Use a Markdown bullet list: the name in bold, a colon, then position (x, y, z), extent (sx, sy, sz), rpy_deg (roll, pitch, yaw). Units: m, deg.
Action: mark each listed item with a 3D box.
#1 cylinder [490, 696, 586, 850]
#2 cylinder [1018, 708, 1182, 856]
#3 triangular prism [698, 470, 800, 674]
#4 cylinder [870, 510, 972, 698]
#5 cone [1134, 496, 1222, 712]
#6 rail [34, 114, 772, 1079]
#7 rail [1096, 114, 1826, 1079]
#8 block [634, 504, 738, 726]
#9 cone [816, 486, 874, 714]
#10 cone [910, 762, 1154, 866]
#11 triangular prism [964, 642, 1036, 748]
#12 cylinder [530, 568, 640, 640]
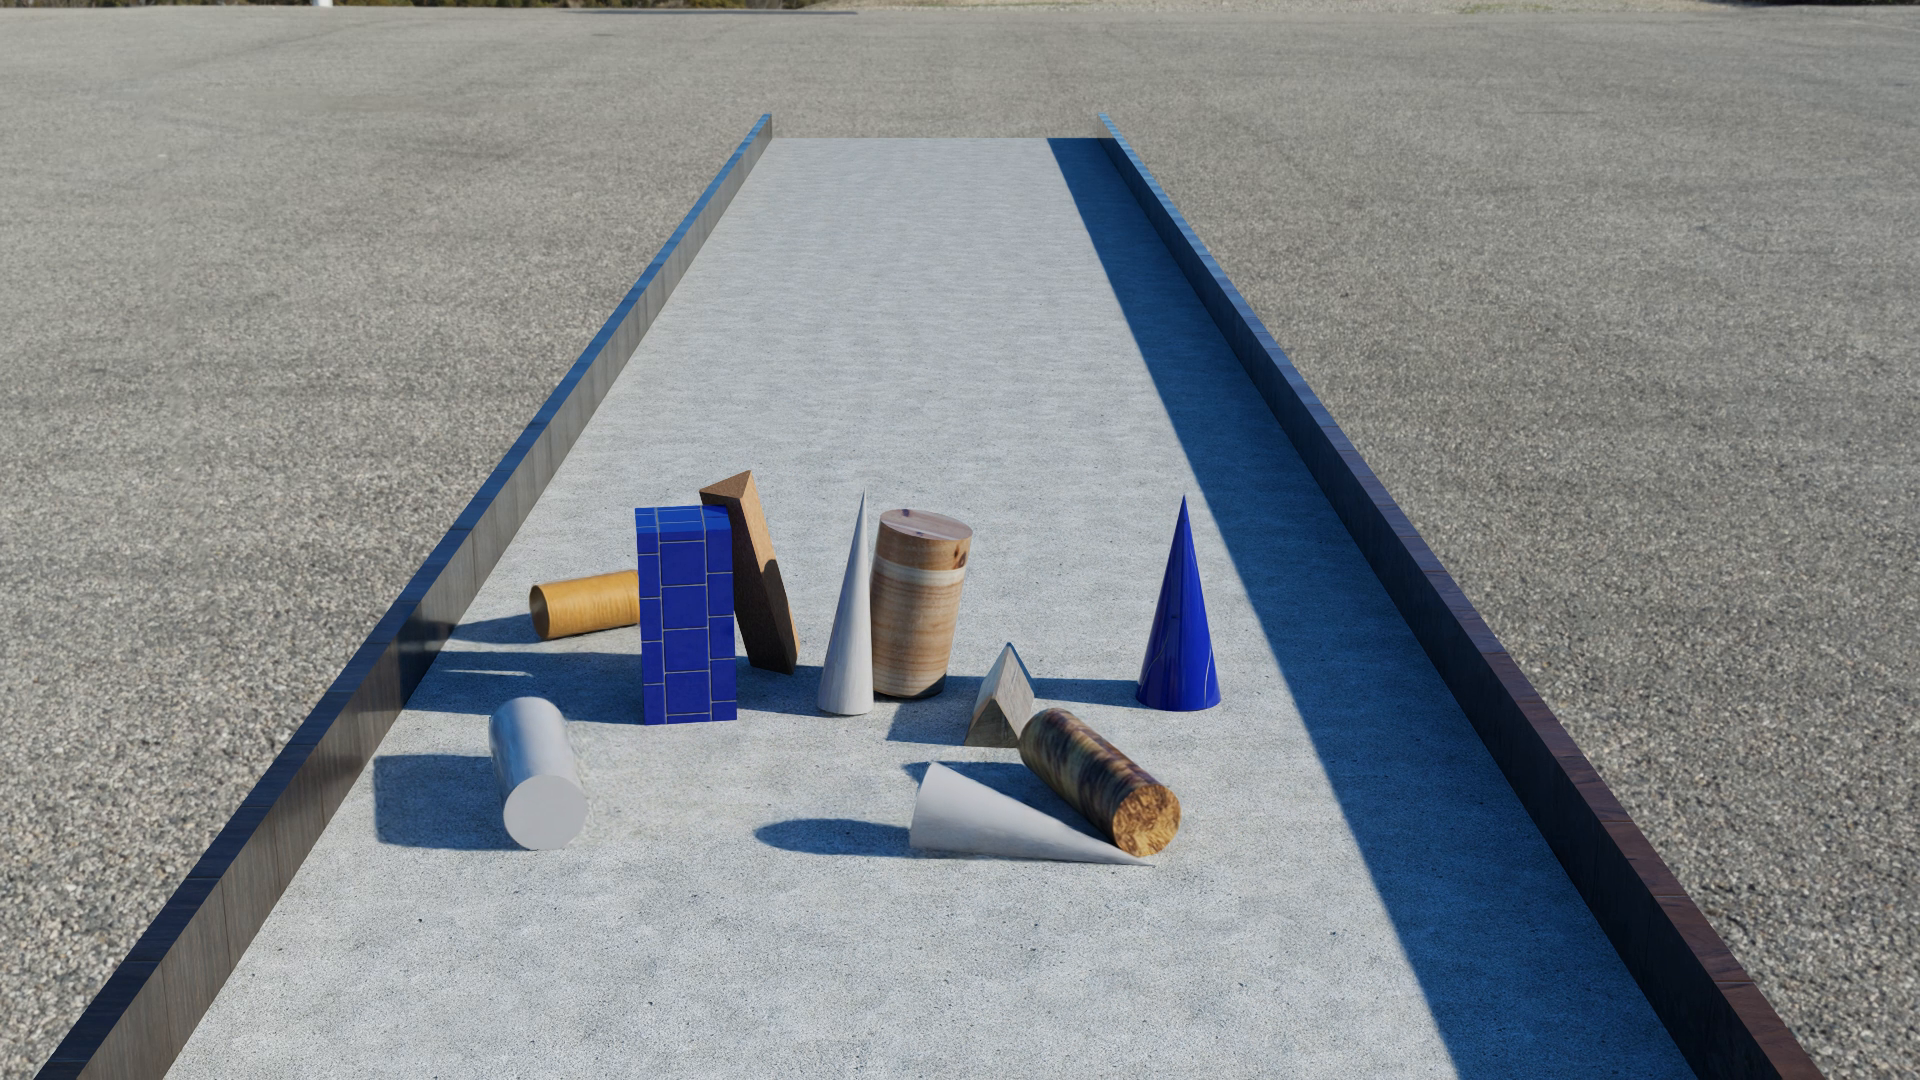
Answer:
- **cylinder**: position (-0.712, 0.387, 3.694), extent (0.132, 0.132, 0.365), rpy_deg (-4, 17, -14)
- **cylinder**: position (0.228, 0.399, 3.670), extent (0.122, 0.122, 0.370), rpy_deg (-7, 18, -21)
- **triangular prism**: position (-0.388, 0.062, 4.283), extent (0.107, 0.407, 0.093), rpy_deg (10, 37, 34)
- **cylinder**: position (-0.091, 0.121, 4.215), extent (0.179, 0.319, 0.179), rpy_deg (10, 17, -3)
- **cone**: position (0.418, 0.105, 4.159), extent (0.165, 0.407, 0.165), rpy_deg (0, 17, 0)
- **rail**: position (-1.118, -0.838, 7.780), extent (0.050, 0.150, 12.000), rpy_deg (0, 17, -1)
- **rail**: position (0.932, -0.844, 7.801), extent (0.050, 0.150, 12.000), rpy_deg (0, 17, -1)
- **block**: position (-0.513, 0.138, 4.112), extent (0.171, 0.371, 0.171), rpy_deg (-3, 17, -9)
- **cone**: position (-0.196, 0.103, 4.106), extent (0.111, 0.431, 0.111), rpy_deg (6, 13, -1)
- **cone**: position (0.127, 0.472, 3.517), extent (0.389, 0.142, 0.142), rpy_deg (14, 19, 9)
- **triangular prism**: position (0.077, 0.284, 4.102), extent (0.105, 0.091, 0.311), rpy_deg (2, 17, 6)
- **cylinder**: position (-0.720, 0.125, 4.606), extent (0.337, 0.114, 0.114), rpy_deg (-10, 19, -29)
